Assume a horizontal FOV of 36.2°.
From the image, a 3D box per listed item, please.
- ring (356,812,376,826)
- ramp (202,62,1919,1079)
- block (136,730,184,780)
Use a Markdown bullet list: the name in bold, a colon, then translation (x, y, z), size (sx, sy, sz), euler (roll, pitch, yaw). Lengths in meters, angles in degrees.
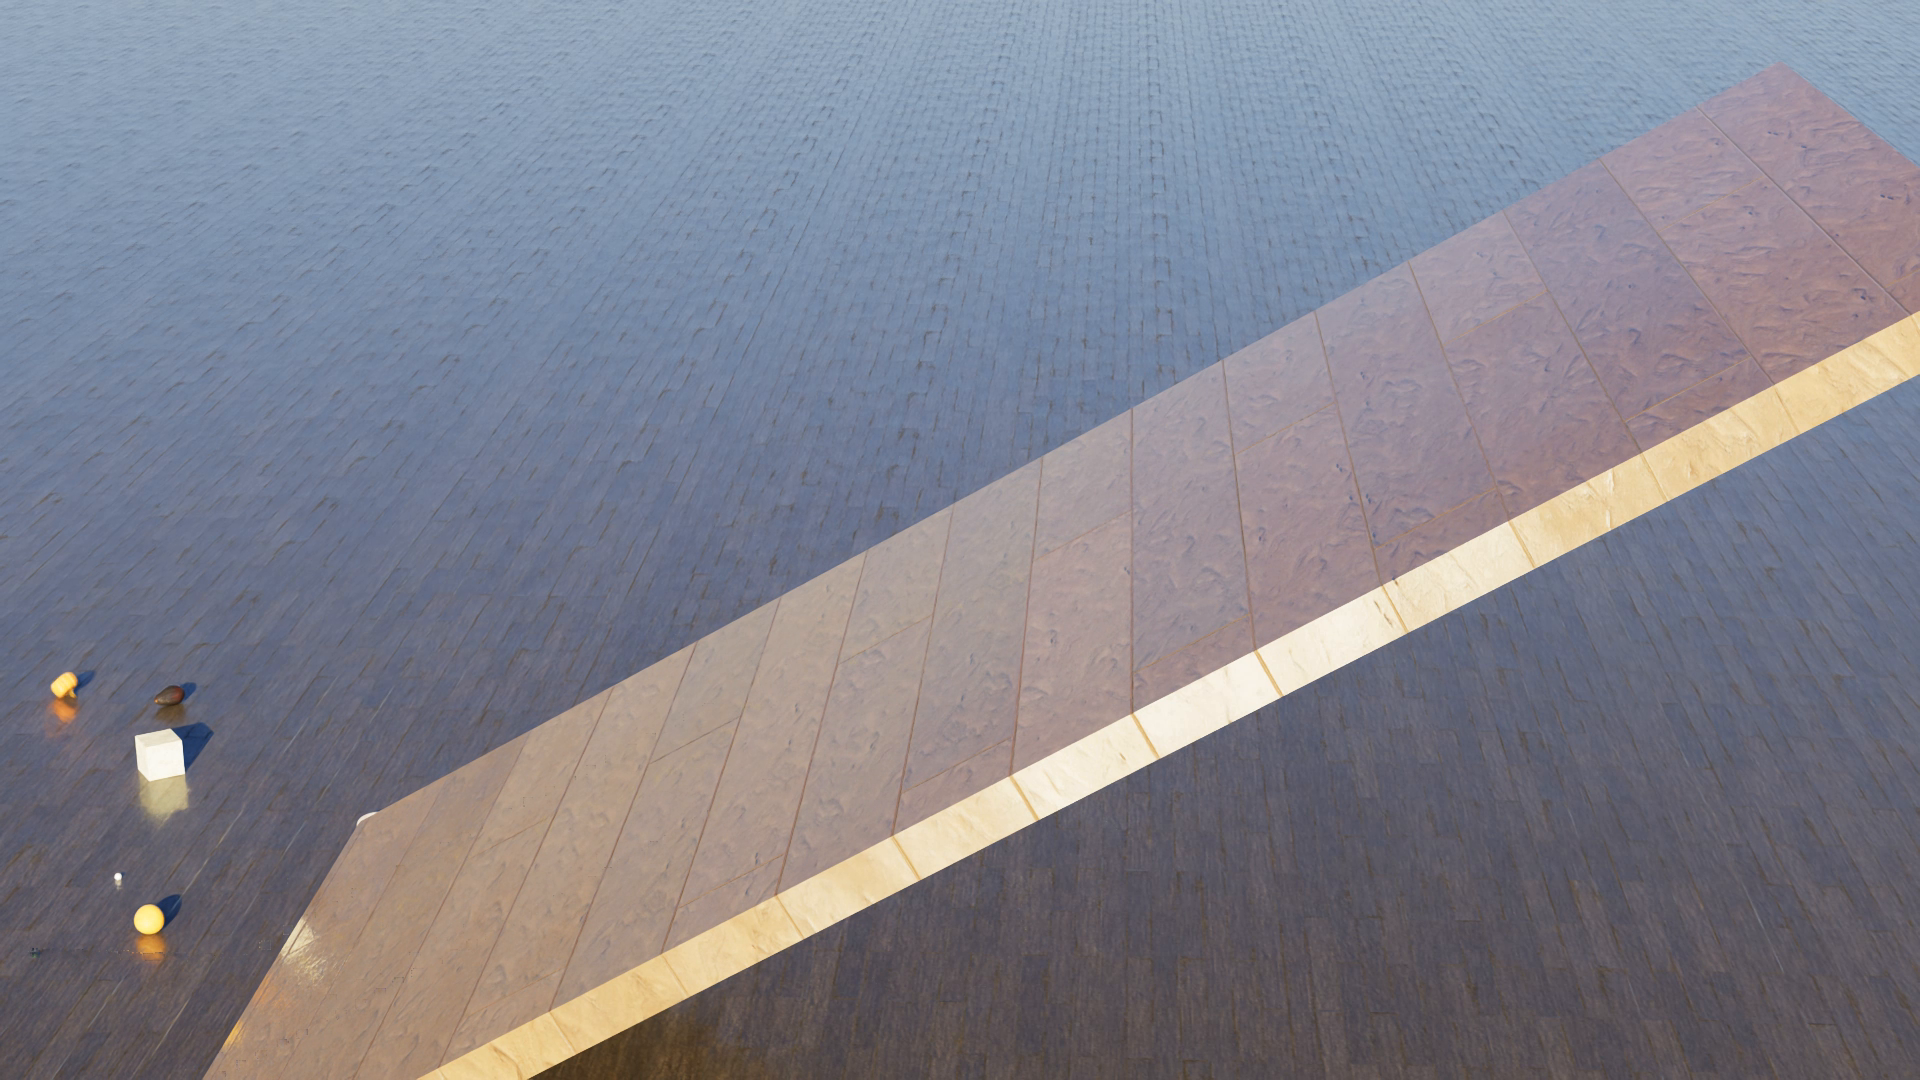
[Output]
- **ring**: translation (-1.538, 0.752, 7.777), size (0.112, 0.037, 0.112), euler (1, 18, 0)
- **ramp**: translation (0.142, 0.168, 6.284), size (4.000, 0.100, 2.000), euler (-28, 15, 12)
- **block**: translation (-2.217, 0.595, 8.148), size (0.099, 0.099, 0.099), euler (-11, 21, -30)
